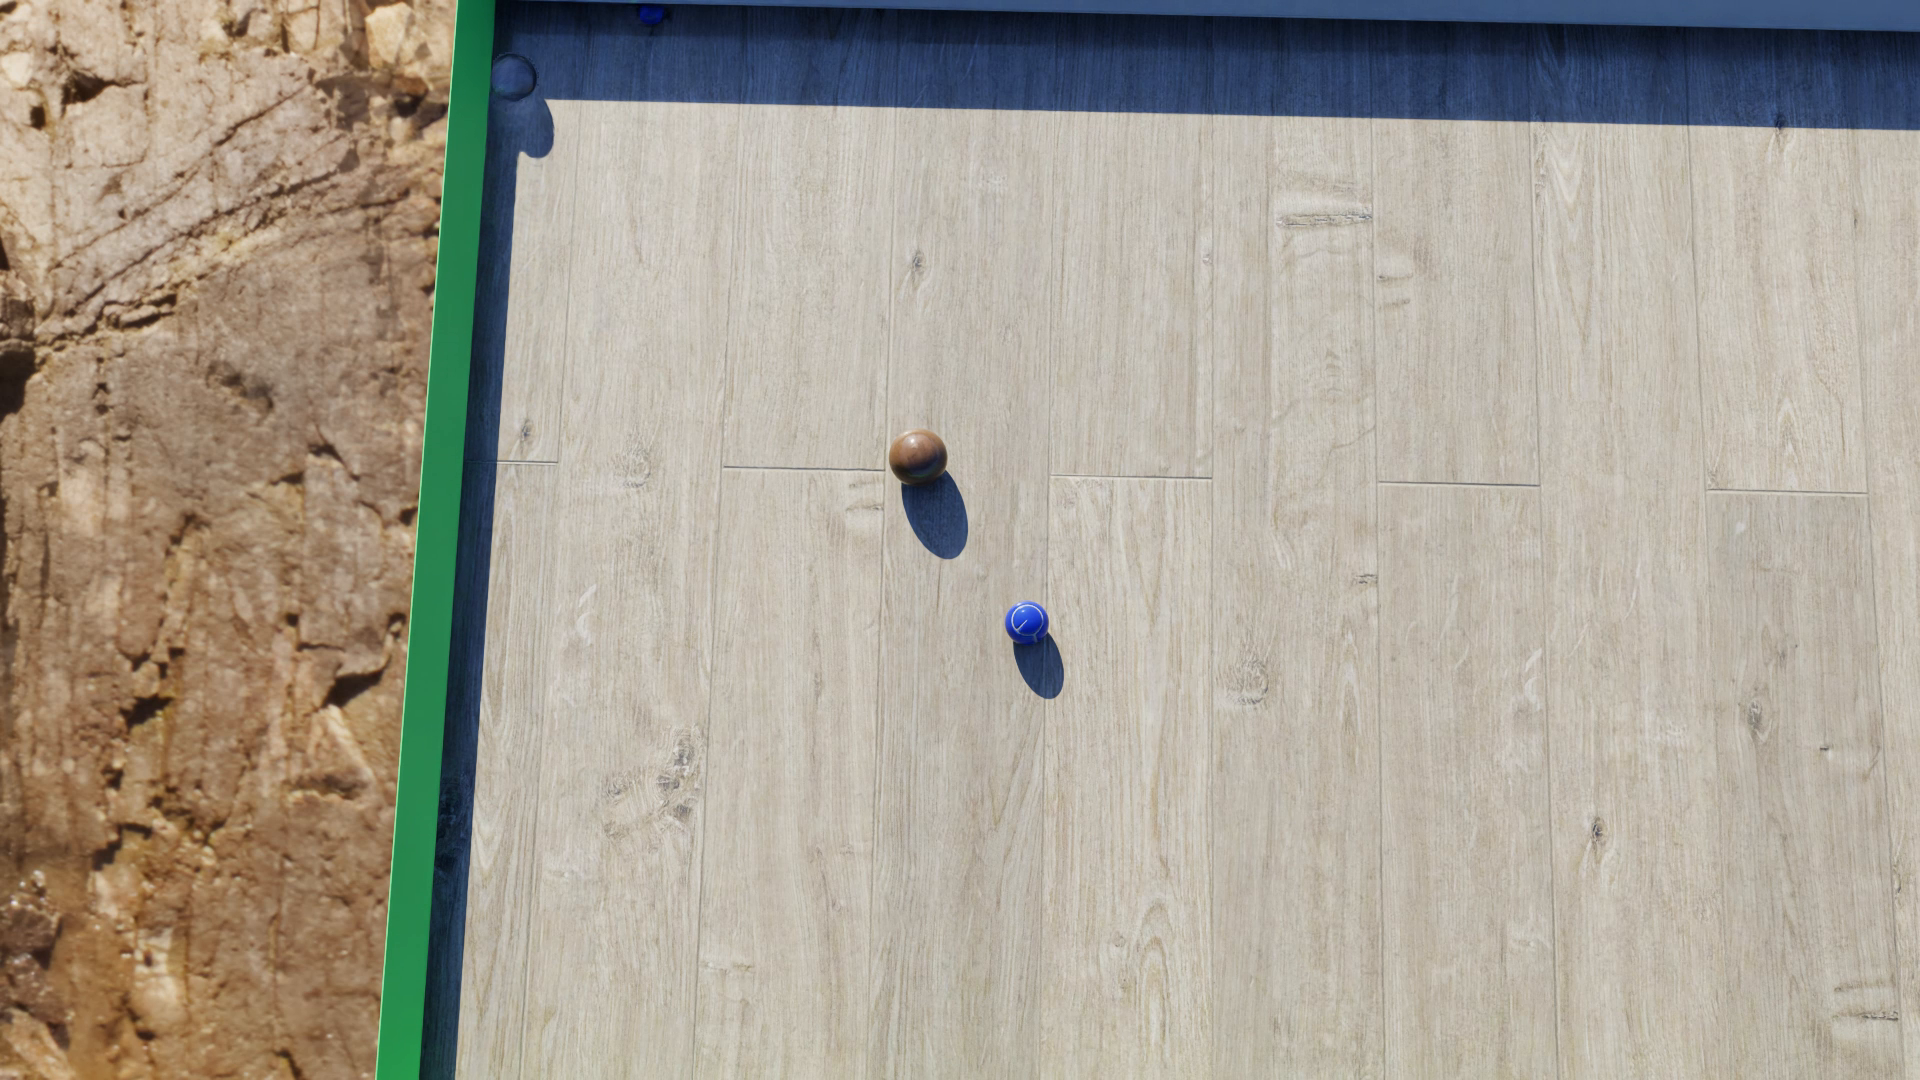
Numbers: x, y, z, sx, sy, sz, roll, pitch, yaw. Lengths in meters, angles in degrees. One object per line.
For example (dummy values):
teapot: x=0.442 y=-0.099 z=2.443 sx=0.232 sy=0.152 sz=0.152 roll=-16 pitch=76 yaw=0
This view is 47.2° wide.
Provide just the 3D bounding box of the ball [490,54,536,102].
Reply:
ball: x=-0.701 y=-0.725 z=3.449 sx=0.073 sy=0.073 sz=0.073 roll=0 pitch=78 yaw=0

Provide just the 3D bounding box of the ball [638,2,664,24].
ball: x=-0.491 y=-0.838 z=3.490 sx=0.040 sy=0.040 sz=0.040 roll=0 pitch=78 yaw=0

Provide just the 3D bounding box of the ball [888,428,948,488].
ball: x=-0.063 y=-0.124 z=3.317 sx=0.090 sy=0.090 sz=0.090 roll=0 pitch=78 yaw=0

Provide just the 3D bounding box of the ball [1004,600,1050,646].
ball: x=0.100 y=0.124 z=3.278 sx=0.067 sy=0.067 sz=0.067 roll=0 pitch=78 yaw=0

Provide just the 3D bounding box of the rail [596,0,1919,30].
rail: x=0.815 y=-0.834 z=3.446 sx=3.178 sy=0.122 sz=0.045 roll=1 pitch=78 yaw=0

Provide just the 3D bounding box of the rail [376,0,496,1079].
rail: x=-0.771 y=-0.024 z=3.279 sx=0.045 sy=0.122 sz=1.779 roll=1 pitch=78 yaw=0
